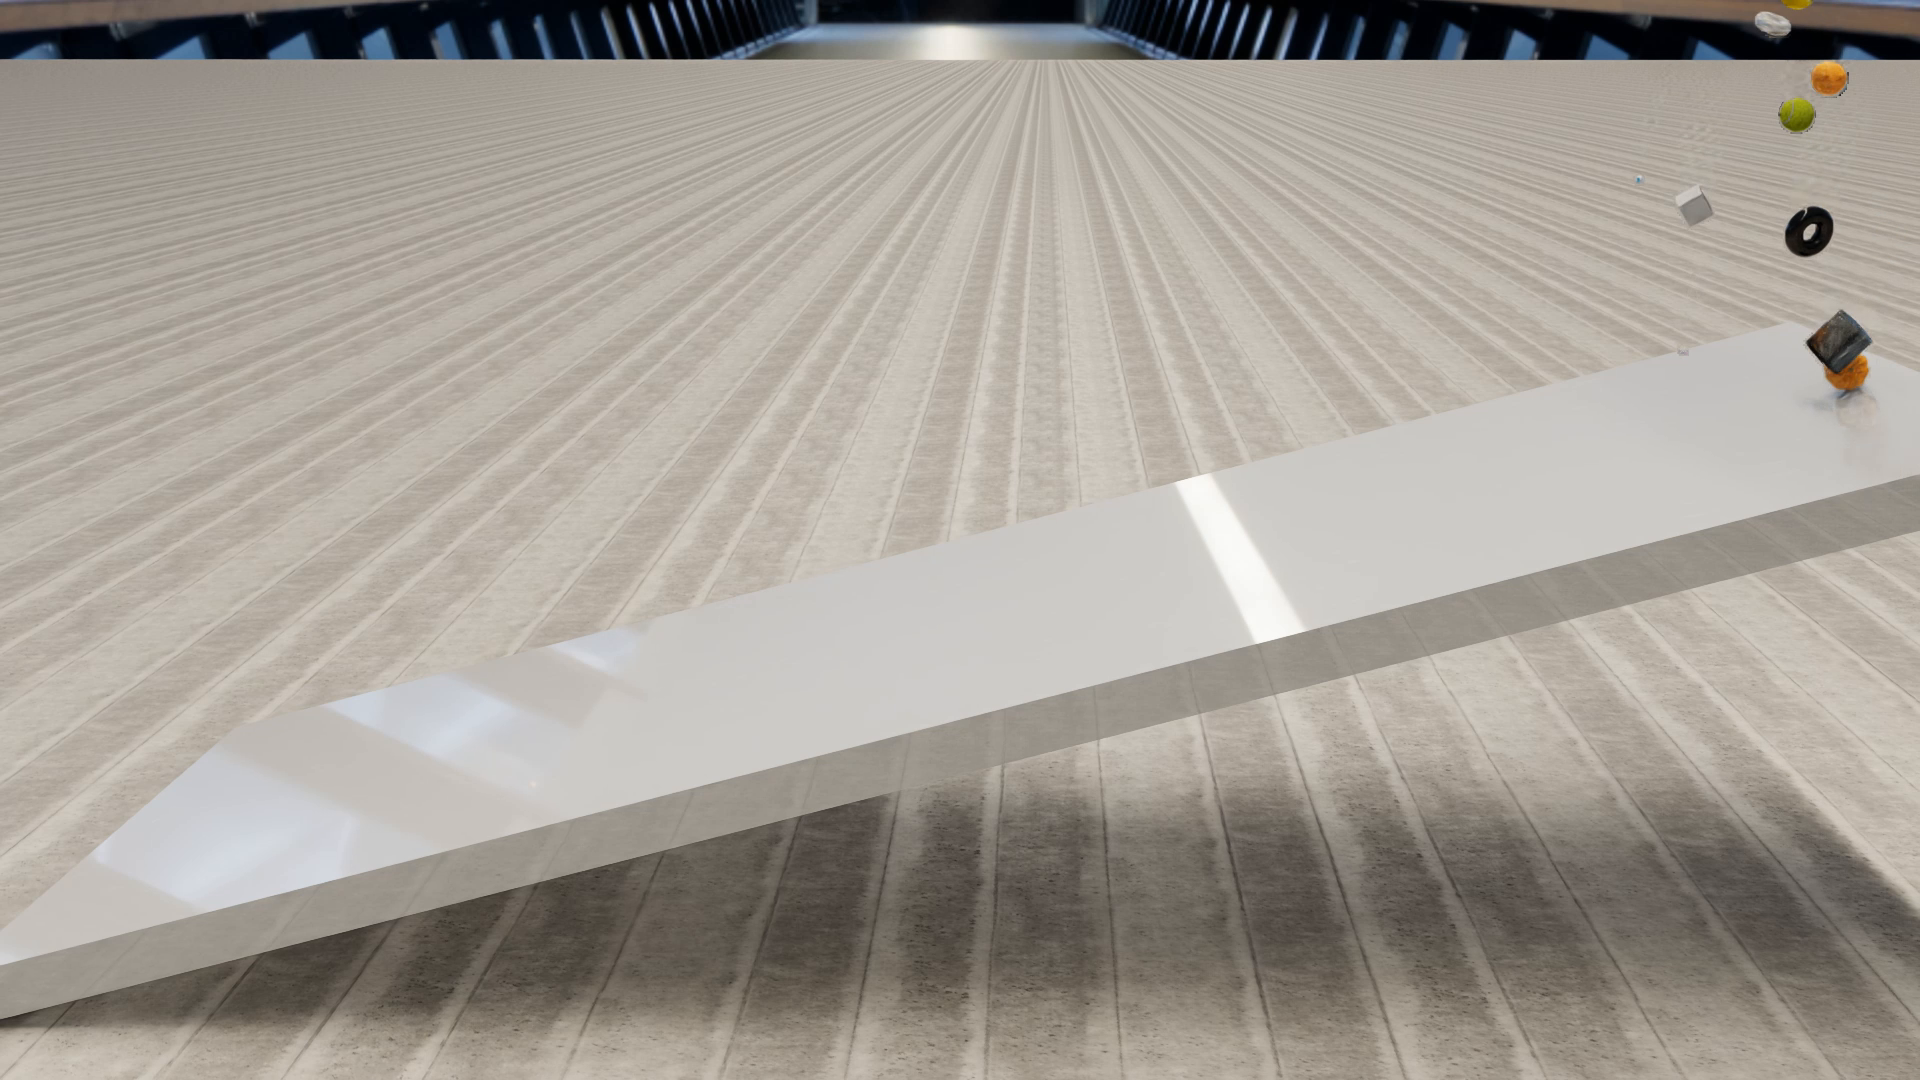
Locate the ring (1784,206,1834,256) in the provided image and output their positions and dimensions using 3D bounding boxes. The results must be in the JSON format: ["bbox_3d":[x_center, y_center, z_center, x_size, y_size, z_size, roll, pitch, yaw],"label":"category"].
[{"bbox_3d":[1.734,-0.629,6.007,0.109,0.109,0.036,-4,27,-19],"label":"ring"}]

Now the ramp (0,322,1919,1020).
[{"bbox_3d":[0.079,0.191,6.330,4.000,0.100,2.000,-15,9,4],"label":"ramp"}]

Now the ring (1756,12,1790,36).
[{"bbox_3d":[1.684,-1.069,6.093,0.077,0.026,0.077,10,33,-7],"label":"ring"}]

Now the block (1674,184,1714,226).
[{"bbox_3d":[1.469,-0.669,5.884,0.052,0.052,0.052,-29,23,19],"label":"block"}]

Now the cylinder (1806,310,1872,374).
[{"bbox_3d":[1.801,-0.406,6.027,0.094,0.094,0.094,36,23,-19],"label":"cylinder"}]
